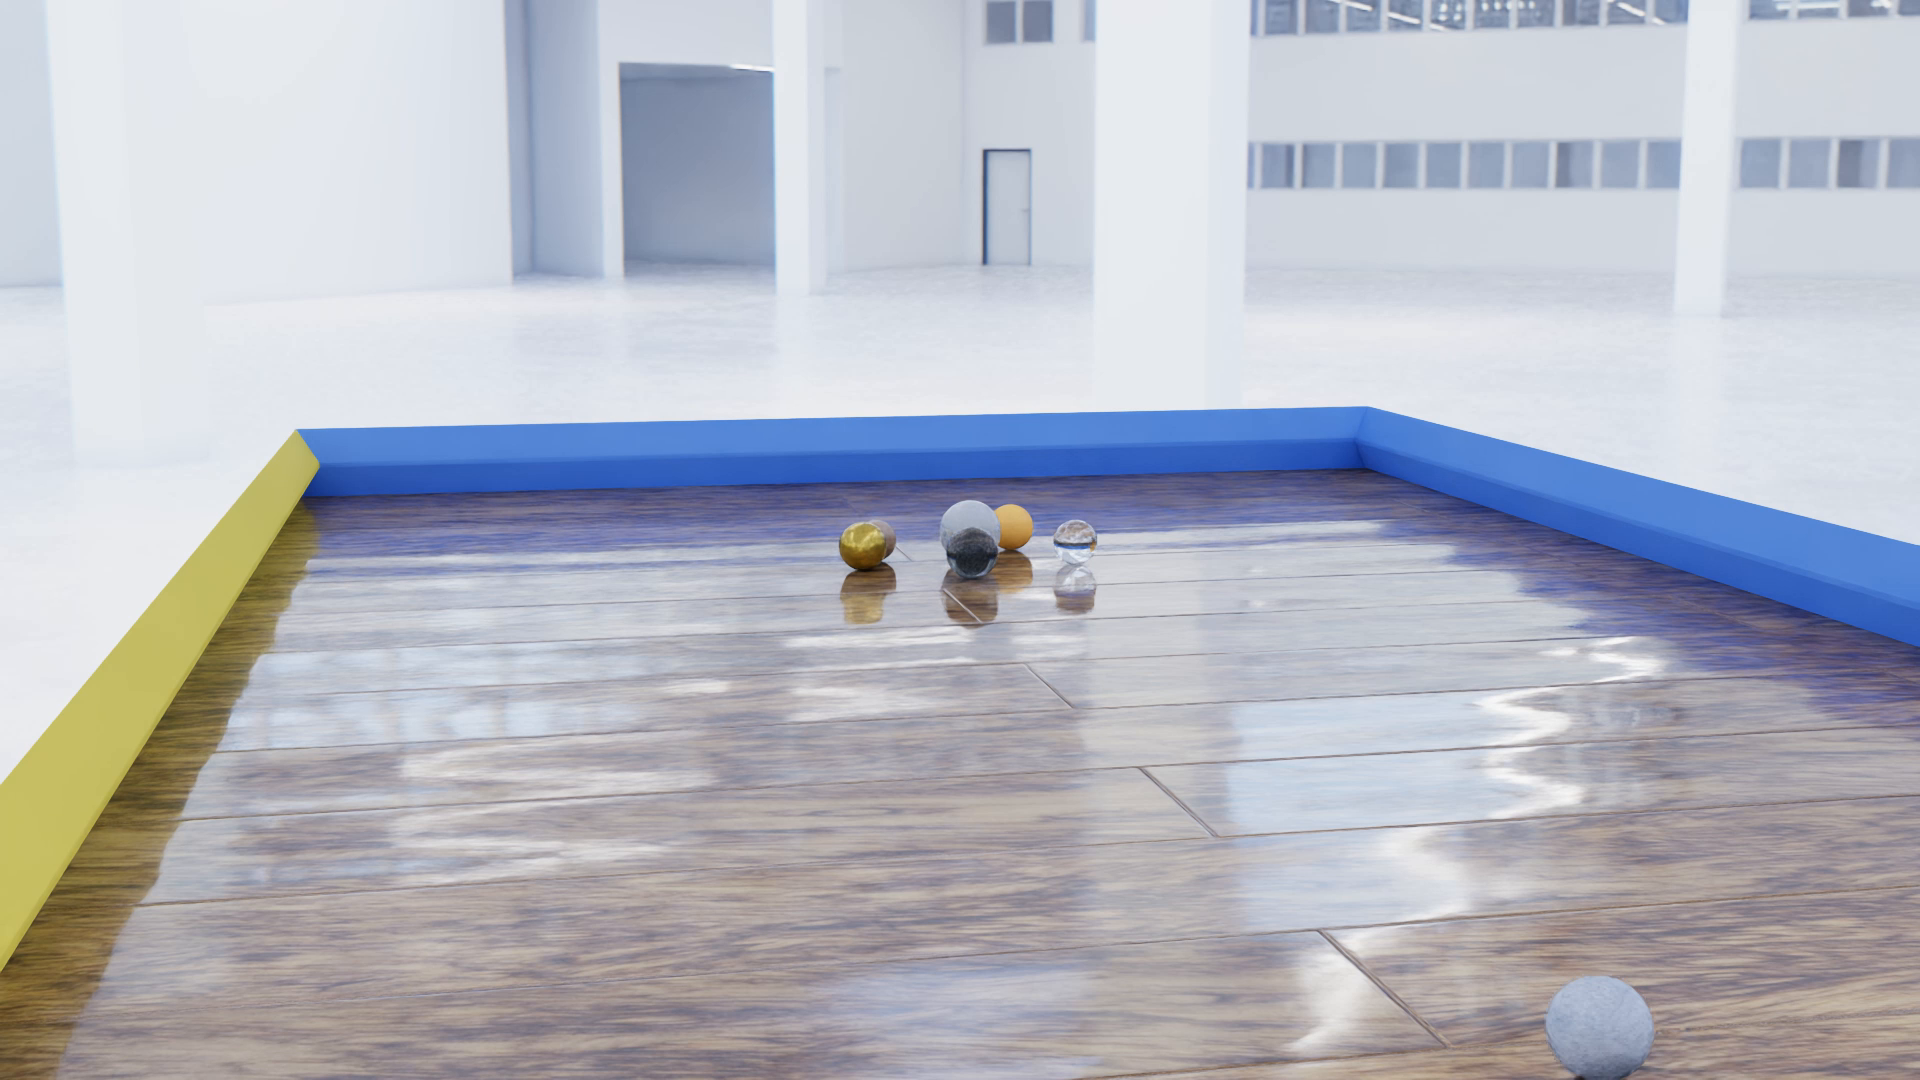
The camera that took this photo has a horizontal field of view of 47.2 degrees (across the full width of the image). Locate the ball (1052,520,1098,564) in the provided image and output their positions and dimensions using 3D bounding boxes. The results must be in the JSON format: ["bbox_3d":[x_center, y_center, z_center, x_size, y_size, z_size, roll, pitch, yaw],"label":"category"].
[{"bbox_3d":[0.178,0.003,3.392,0.069,0.069,0.069,0,9,0],"label":"ball"}]

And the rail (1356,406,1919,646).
[{"bbox_3d":[1.222,0.094,2.642,0.045,0.126,3.948,-2,9,-12],"label":"rail"}]

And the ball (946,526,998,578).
[{"bbox_3d":[0.018,0.019,3.267,0.077,0.077,0.077,0,9,0],"label":"ball"}]

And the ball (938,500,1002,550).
[{"bbox_3d":[0.016,-0.013,3.406,0.097,0.097,0.097,0,9,0],"label":"ball"}]

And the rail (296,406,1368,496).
[{"bbox_3d":[-0.196,-0.176,4.318,2.135,0.126,0.045,-2,9,-12],"label":"rail"}]

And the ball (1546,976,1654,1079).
[{"bbox_3d":[0.418,0.319,1.436,0.068,0.068,0.068,0,9,0],"label":"ball"}]

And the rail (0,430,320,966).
[{"bbox_3d":[-0.821,0.162,2.223,0.045,0.126,3.948,-2,9,-12],"label":"rail"}]

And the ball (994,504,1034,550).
[{"bbox_3d":[0.081,-0.021,3.528,0.073,0.073,0.073,0,9,0],"label":"ball"}]

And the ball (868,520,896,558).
[{"bbox_3d":[-0.131,0.001,3.423,0.065,0.065,0.065,0,9,0],"label":"ball"}]

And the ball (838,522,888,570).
[{"bbox_3d":[-0.148,0.009,3.340,0.074,0.074,0.074,0,9,0],"label":"ball"}]
